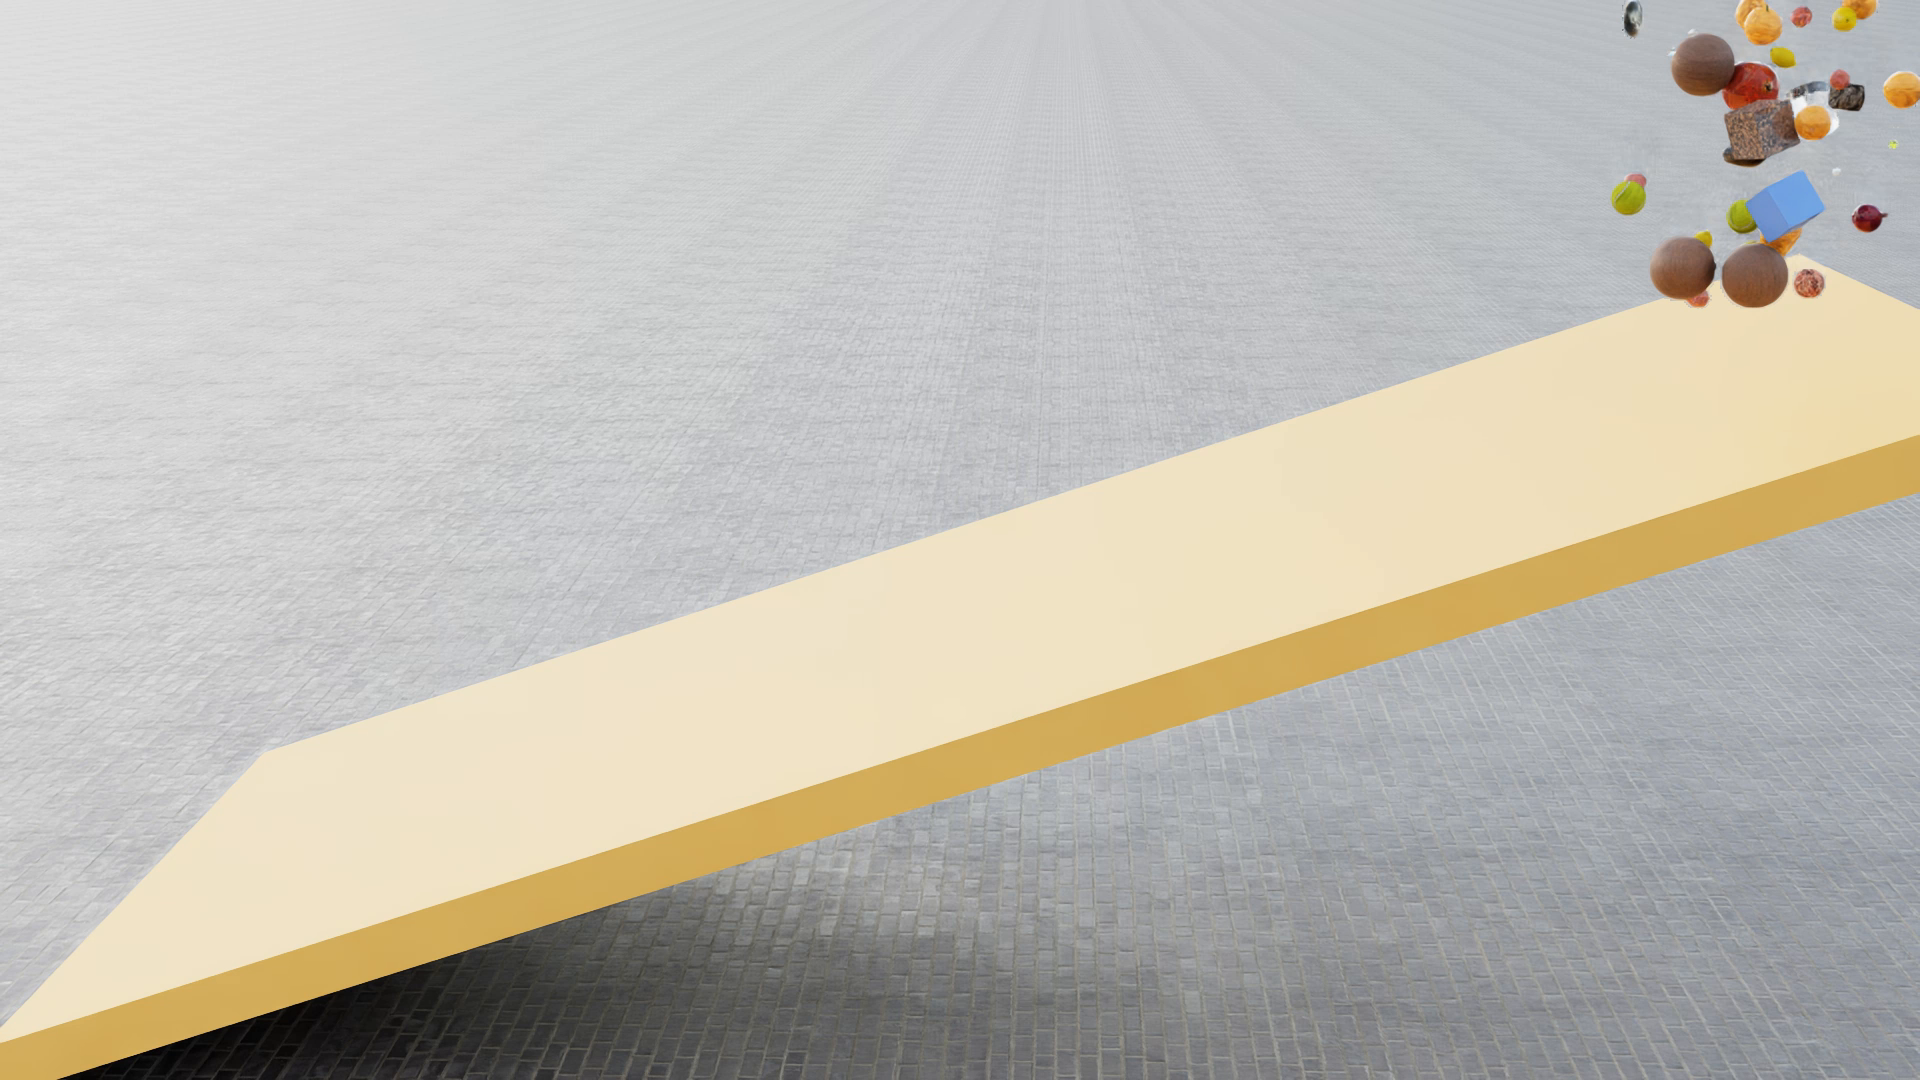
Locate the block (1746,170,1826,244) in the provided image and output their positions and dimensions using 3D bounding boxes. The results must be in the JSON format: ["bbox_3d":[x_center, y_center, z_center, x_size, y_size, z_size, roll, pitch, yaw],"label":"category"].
[{"bbox_3d":[1.615,-0.653,5.757,0.091,0.091,0.091,-27,-7,-17],"label":"block"}]

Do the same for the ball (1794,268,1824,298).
[{"bbox_3d":[1.741,-0.526,6.031,0.061,0.061,0.061,0,12,0],"label":"ball"}]

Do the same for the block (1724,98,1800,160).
[{"bbox_3d":[1.613,-0.827,5.914,0.094,0.094,0.094,-24,15,-21],"label":"block"}]

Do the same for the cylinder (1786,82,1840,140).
[{"bbox_3d":[1.774,-0.893,6.122,0.088,0.088,0.088,-8,-21,-3],"label":"cylinder"}]

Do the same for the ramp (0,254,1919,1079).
[{"bbox_3d":[0.106,0.181,6.306,4.000,0.100,2.000,-18,11,6],"label":"ramp"}]
